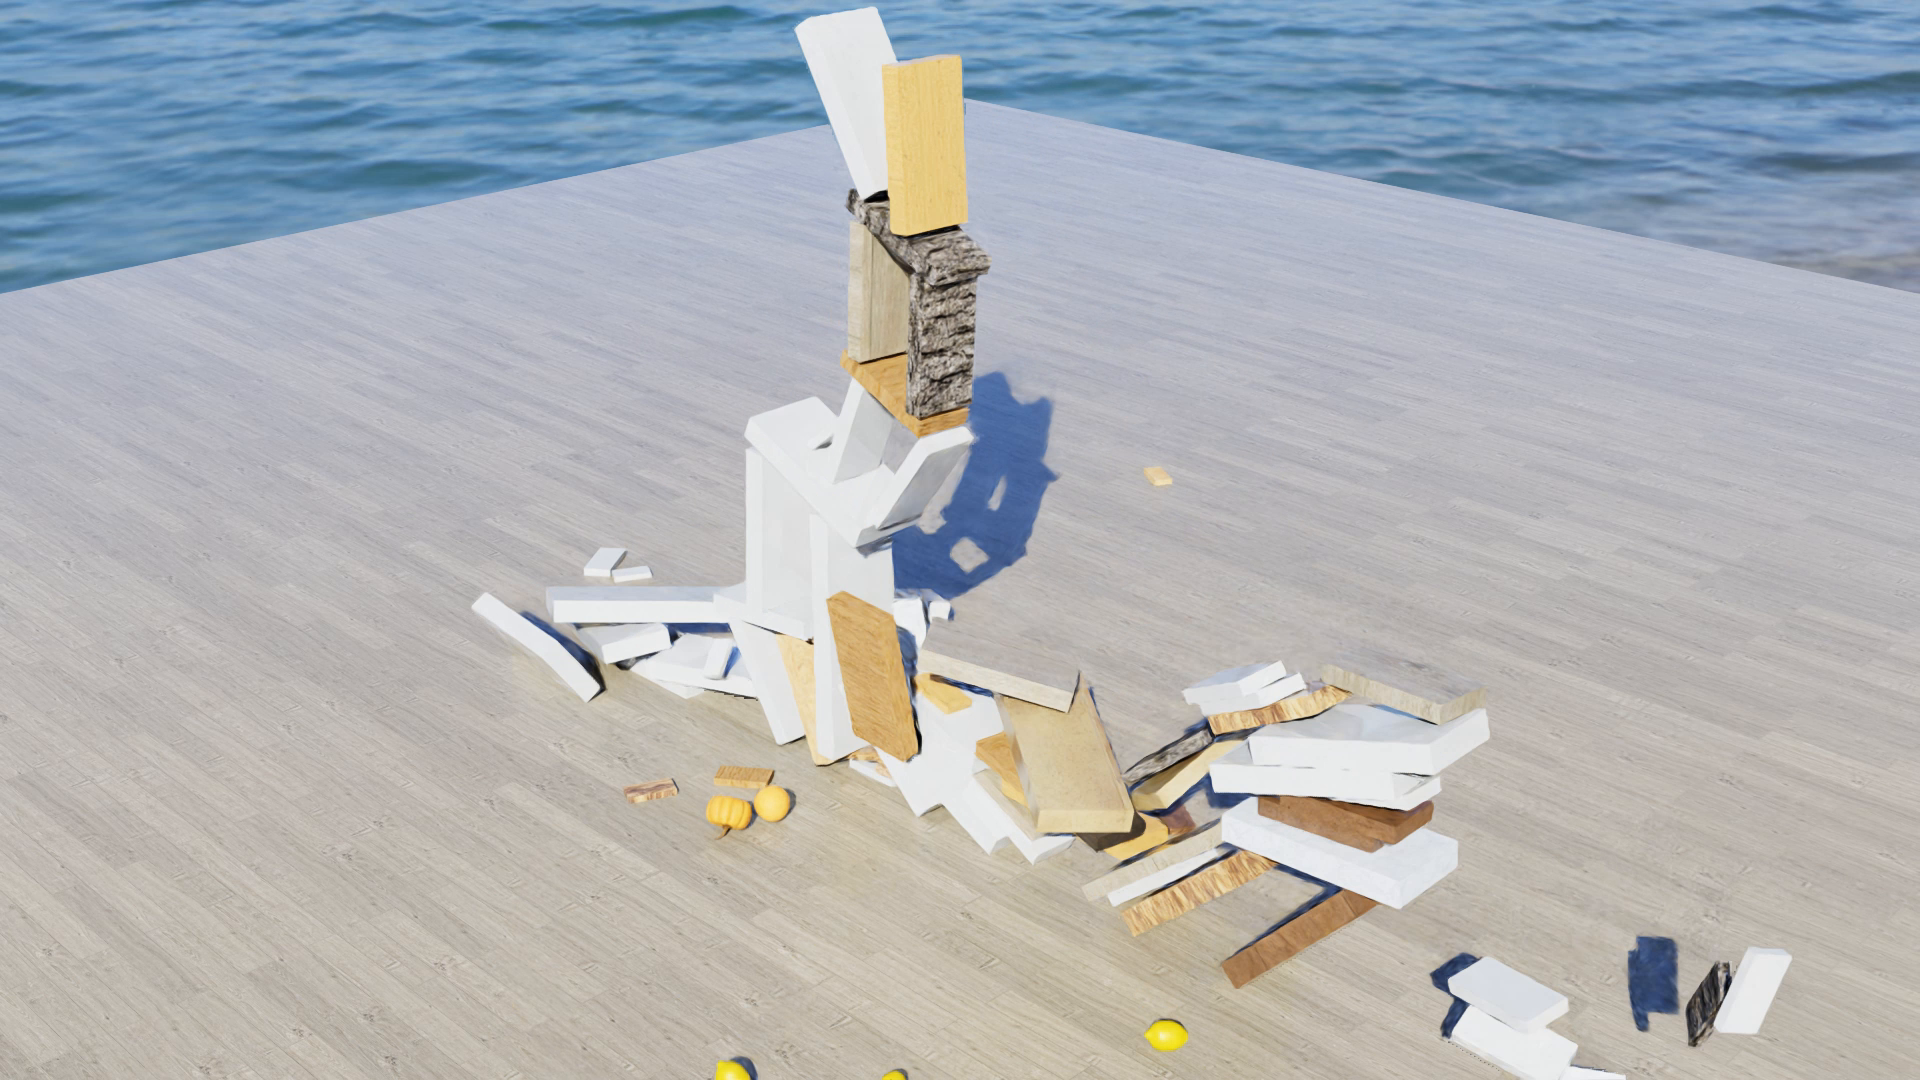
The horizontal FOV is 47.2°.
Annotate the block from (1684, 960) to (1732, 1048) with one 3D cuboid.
[{"bbox_3d":[1.144,0.710,3.361,0.020,0.138,0.069,10,48,1],"label":"block"}]

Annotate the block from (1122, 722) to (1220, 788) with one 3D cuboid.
[{"bbox_3d":[0.394,0.391,4.054,0.189,0.027,0.095,-33,-4,29],"label":"block"}]

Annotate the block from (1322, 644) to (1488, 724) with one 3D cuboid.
[{"bbox_3d":[0.730,0.236,3.622,0.121,0.034,0.242,-17,25,-38],"label":"block"}]

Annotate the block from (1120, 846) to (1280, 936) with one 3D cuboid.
[{"bbox_3d":[0.464,0.608,3.973,0.178,0.050,0.356,-22,-11,-41],"label":"block"}]

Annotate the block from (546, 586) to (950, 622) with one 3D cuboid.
[{"bbox_3d":[-0.493,0.151,5.153,0.925,0.048,0.171,1,10,-17],"label":"block"}]

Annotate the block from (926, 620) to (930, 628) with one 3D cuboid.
[{"bbox_3d":[-0.064,0.207,4.567,0.061,0.017,0.122,-1,36,-45],"label":"block"}]

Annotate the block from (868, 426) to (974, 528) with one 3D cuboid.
[{"bbox_3d":[-0.077,-0.121,4.265,0.122,0.243,0.034,-21,67,-40],"label":"block"}]

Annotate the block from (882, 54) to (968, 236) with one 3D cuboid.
[{"bbox_3d":[-0.062,-0.717,3.989,0.152,0.303,0.043,-20,26,-39],"label":"block"}]

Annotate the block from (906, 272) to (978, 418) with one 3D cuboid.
[{"bbox_3d":[-0.034,-0.372,4.101,0.134,0.268,0.038,-18,31,-39],"label":"block"}]

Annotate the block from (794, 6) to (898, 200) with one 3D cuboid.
[{"bbox_3d":[-0.170,-0.815,4.099,0.171,0.341,0.048,-22,1,-42],"label":"block"}]

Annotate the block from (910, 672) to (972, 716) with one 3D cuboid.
[{"bbox_3d":[-0.039,0.306,4.421,0.061,0.017,0.122,-17,39,-36],"label":"block"}]

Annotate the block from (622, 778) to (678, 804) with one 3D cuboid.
[{"bbox_3d":[-0.638,0.516,4.527,0.101,0.014,0.050,-9,25,-20],"label":"block"}]

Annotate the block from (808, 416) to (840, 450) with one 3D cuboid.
[{"bbox_3d":[-0.242,-0.221,4.388,0.068,0.019,0.136,-21,-8,-41],"label":"block"}]

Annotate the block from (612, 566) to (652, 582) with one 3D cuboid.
[{"bbox_3d":[-0.828,0.085,5.543,0.093,0.013,0.046,-7,24,-17],"label":"block"}]

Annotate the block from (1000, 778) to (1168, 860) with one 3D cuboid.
[{"bbox_3d":[0.233,0.512,4.188,0.113,0.032,0.351,-17,26,-34],"label":"block"}]

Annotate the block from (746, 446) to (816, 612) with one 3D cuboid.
[{"bbox_3d":[-0.361,-0.041,4.586,0.178,0.356,0.050,-21,34,-41],"label":"block"}]

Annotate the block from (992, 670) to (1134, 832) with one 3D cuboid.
[{"bbox_3d":[0.188,0.390,4.173,0.175,0.050,0.468,1,30,-12],"label":"block"}]

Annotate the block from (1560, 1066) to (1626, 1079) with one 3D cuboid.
[{"bbox_3d":[1.009,0.896,3.581,0.138,0.020,0.069,6,54,14],"label":"block"}]

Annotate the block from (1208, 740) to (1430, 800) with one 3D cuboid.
[{"bbox_3d":[0.615,0.375,3.695,0.350,0.050,0.175,-3,14,41],"label":"block"}]

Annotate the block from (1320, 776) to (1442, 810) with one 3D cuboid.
[{"bbox_3d":[0.694,0.410,3.643,0.090,0.026,0.181,-21,15,-39],"label":"block"}]

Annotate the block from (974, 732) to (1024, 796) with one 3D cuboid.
[{"bbox_3d":[0.144,0.441,4.220,0.113,0.032,0.226,-16,38,-36],"label":"block"}]

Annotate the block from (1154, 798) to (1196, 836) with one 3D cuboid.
[{"bbox_3d":[0.432,0.558,4.426,0.056,0.016,0.112,-5,23,-11],"label":"block"}]

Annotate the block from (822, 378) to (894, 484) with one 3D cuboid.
[{"bbox_3d":[-0.187,-0.227,4.331,0.122,0.243,0.034,-21,54,-41],"label":"block"}]

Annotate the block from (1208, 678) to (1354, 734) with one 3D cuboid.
[{"bbox_3d":[0.552,0.281,3.769,0.121,0.034,0.242,-21,2,-39],"label":"block"}]

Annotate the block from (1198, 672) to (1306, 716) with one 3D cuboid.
[{"bbox_3d":[0.501,0.266,3.783,0.095,0.027,0.189,-21,1,-27],"label":"block"}]

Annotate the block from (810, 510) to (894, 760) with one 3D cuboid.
[{"bbox_3d":[-0.218,0.179,4.534,0.050,0.539,0.178,21,30,41],"label":"block"}]

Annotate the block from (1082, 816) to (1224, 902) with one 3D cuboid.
[{"bbox_3d":[0.378,0.574,4.019,0.114,0.032,0.396,-24,-7,-39],"label":"block"}]

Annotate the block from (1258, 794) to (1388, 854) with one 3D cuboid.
[{"bbox_3d":[0.633,0.464,3.739,0.228,0.032,0.114,16,26,39],"label":"block"}]

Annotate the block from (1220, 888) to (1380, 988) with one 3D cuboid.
[{"bbox_3d":[0.624,0.662,3.822,0.178,0.356,0.050,-22,74,-41],"label":"block"}]

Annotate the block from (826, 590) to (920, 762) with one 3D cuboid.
[{"bbox_3d":[-0.170,0.266,4.292,0.043,0.325,0.152,-31,37,-32],"label":"block"}]

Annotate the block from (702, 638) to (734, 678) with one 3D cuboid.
[{"bbox_3d":[-0.527,0.257,4.794,0.046,0.013,0.093,-3,56,33],"label":"block"}]

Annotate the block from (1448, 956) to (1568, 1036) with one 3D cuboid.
[{"bbox_3d":[0.897,0.745,3.604,0.090,0.026,0.181,-23,23,-25],"label":"block"}]

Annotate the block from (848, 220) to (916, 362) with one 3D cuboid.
[{"bbox_3d":[-0.148,-0.483,4.186,0.134,0.268,0.038,-18,31,-40],"label":"block"}]
